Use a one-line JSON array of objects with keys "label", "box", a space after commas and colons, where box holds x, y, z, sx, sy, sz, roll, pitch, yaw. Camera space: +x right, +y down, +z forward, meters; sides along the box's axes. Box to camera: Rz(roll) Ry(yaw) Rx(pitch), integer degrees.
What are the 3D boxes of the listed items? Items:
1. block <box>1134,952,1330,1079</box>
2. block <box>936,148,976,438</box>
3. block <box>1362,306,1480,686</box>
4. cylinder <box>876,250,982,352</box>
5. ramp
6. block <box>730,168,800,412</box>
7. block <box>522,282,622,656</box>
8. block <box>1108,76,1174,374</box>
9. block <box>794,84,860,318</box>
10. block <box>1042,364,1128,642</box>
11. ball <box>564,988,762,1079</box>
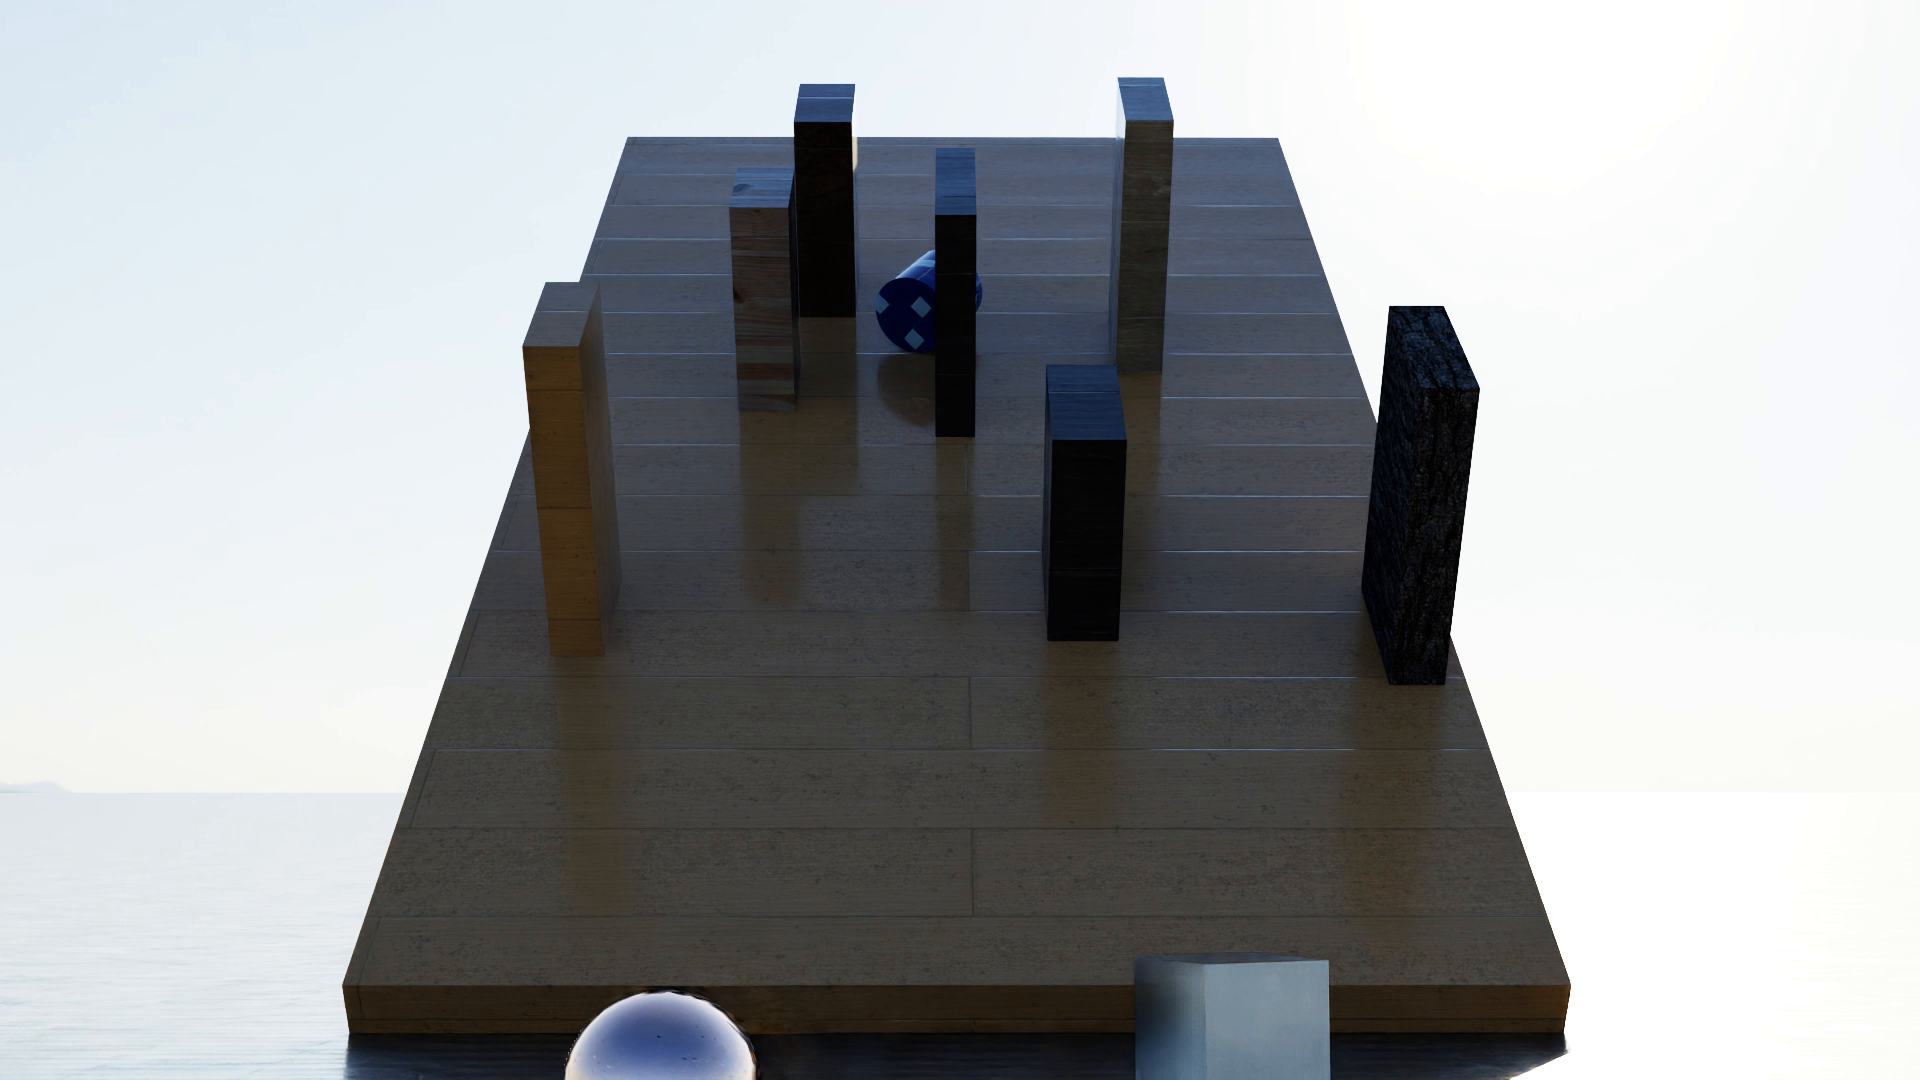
[{"label": "block", "box": [0.350, 0.632, 3.110, 0.182, 0.182, 0.182, 3, -6, -24]}, {"label": "block", "box": [-0.011, -0.586, 5.673, 0.092, 0.554, 0.427, 0, 29, 0]}, {"label": "block", "box": [0.893, -0.088, 4.703, 0.108, 0.643, 0.372, 0, 29, 0]}, {"label": "cylinder", "box": [-0.077, -0.603, 6.062, 0.201, 0.201, 0.201, -3, 25, 30]}, {"label": "ramp", "box": [-0.013, -0.214, 5.679, 2.000, 0.100, 4.000, 0, 29, 0]}, {"label": "block", "box": [-0.460, -0.595, 5.721, 0.134, 0.519, 0.257, 0, 29, 0]}, {"label": "block", "box": [-0.760, -0.138, 4.748, 0.105, 0.676, 0.301, 0, 29, 0]}, {"label": "block", "box": [0.441, -0.770, 5.903, 0.114, 0.652, 0.314, 0, 29, 0]}, {"label": "block", "box": [-0.341, -0.877, 6.213, 0.145, 0.528, 0.293, 0, 29, 0]}, {"label": "block", "box": [0.247, -0.077, 4.872, 0.143, 0.454, 0.336, 0, 29, 0]}, {"label": "ball", "box": [-0.299, 0.553, 2.424, 0.199, 0.199, 0.199, 0, -6, 0]}]
